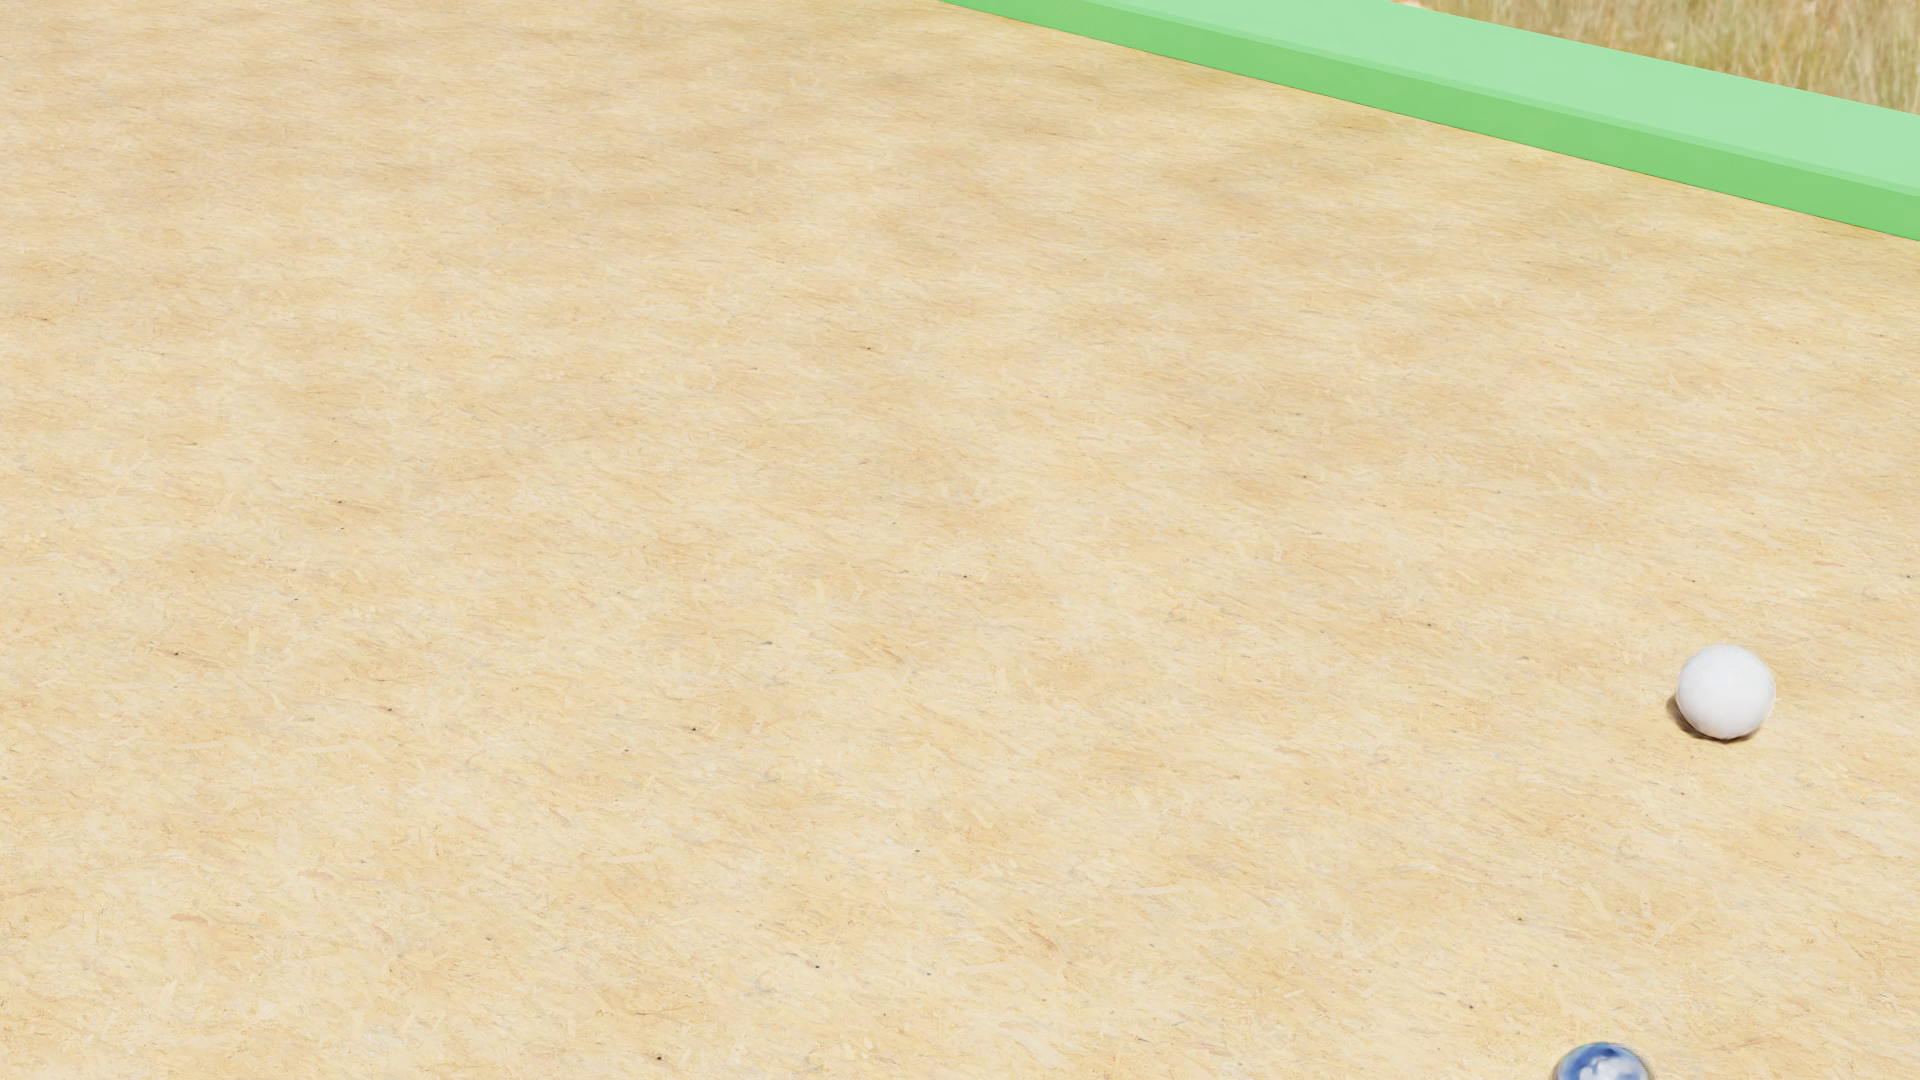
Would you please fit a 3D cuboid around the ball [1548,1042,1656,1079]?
[{"bbox_3d":[0.348,0.303,1.596,0.062,0.062,0.062,0,24,0],"label":"ball"}]

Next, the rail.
[{"bbox_3d":[0.095,-0.720,3.783,4.480,0.127,0.045,22,33,40],"label":"rail"}]

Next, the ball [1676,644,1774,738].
[{"bbox_3d":[0.528,0.104,2.031,0.066,0.066,0.066,0,24,0],"label":"ball"}]
